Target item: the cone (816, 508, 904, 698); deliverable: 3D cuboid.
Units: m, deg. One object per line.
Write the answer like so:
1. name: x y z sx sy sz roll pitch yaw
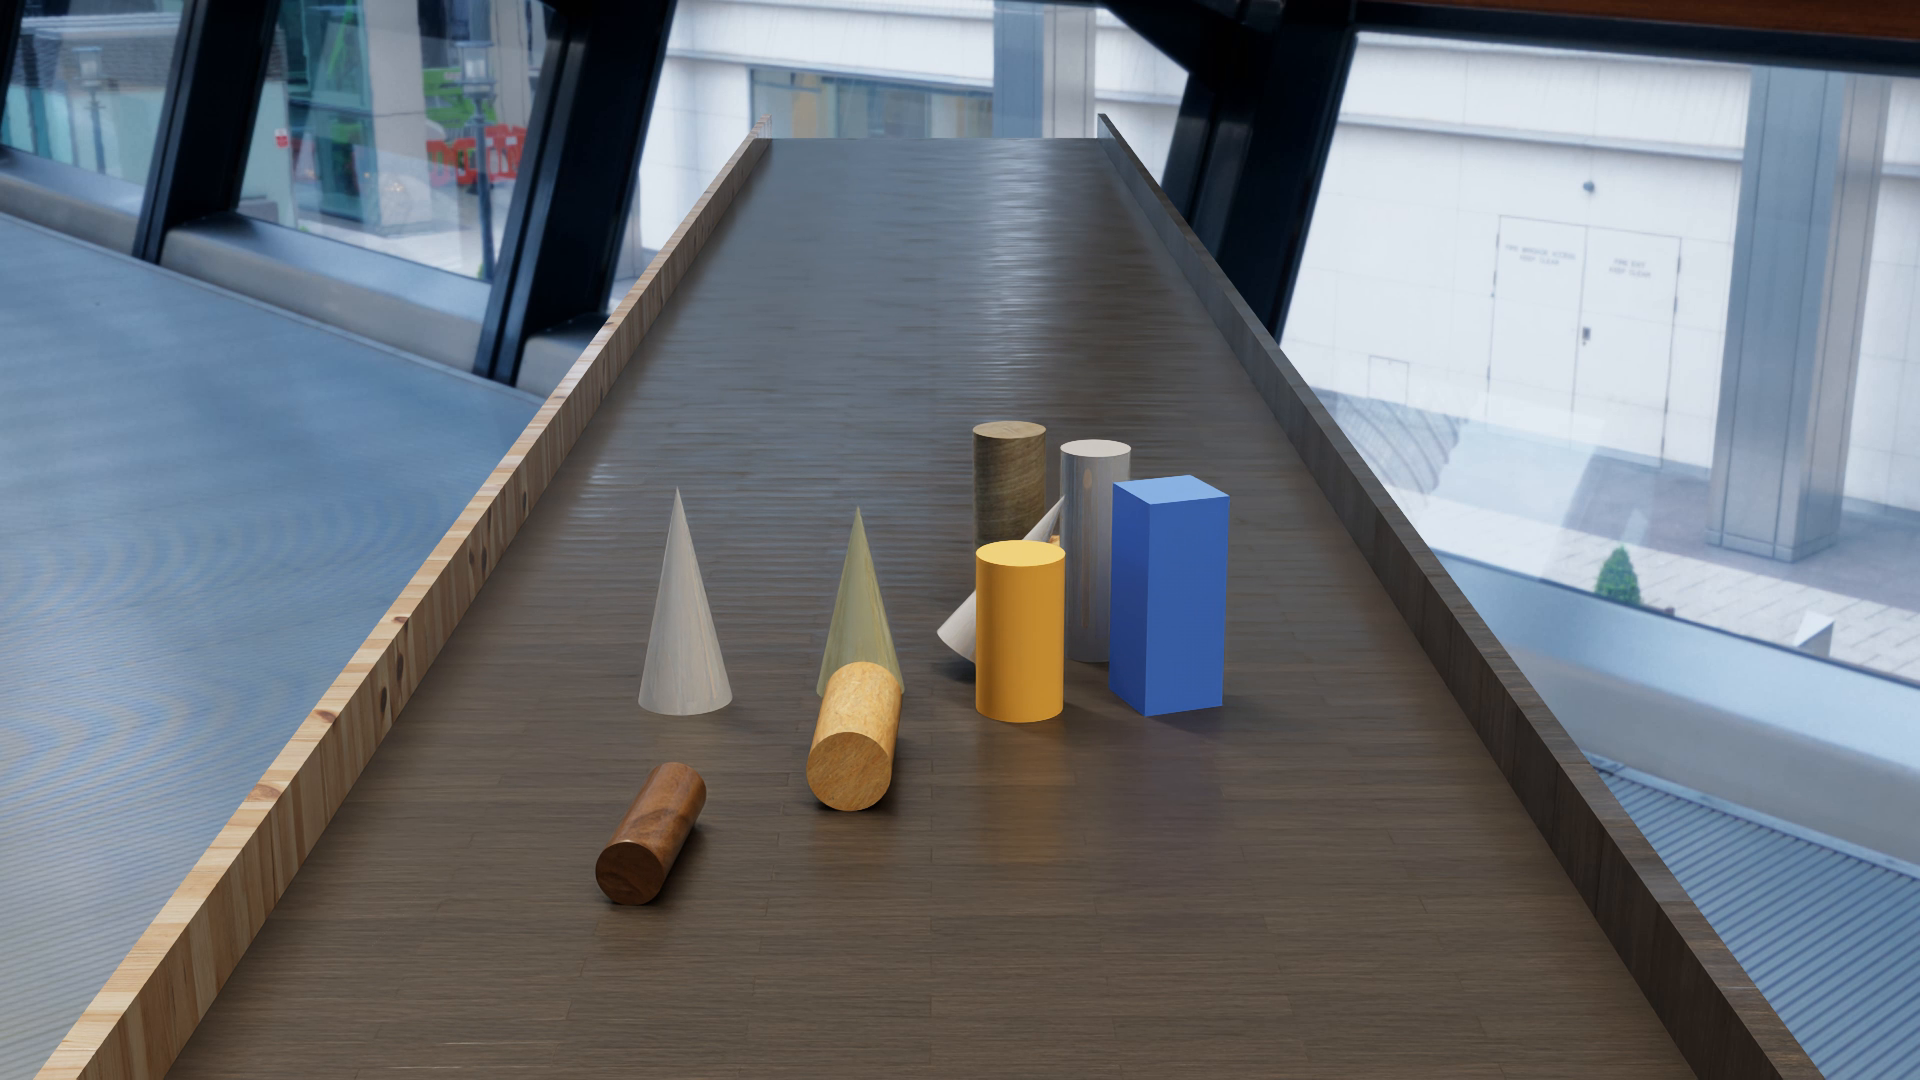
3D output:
1. cone: -0.193 0.110 4.201 0.171 0.373 0.171 0 17 0

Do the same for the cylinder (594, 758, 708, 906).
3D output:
1. cylinder: -0.487 0.462 3.489 0.105 0.105 0.317 2 19 6

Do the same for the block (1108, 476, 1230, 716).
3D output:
1. block: 0.393 0.103 4.156 0.162 0.413 0.162 -6 18 -20

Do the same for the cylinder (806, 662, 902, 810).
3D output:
1. cylinder: -0.181 0.338 3.840 0.143 0.143 0.345 0 17 1

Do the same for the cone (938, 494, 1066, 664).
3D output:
1. cone: 0.114 0.064 4.318 0.155 0.368 0.155 30 11 -7

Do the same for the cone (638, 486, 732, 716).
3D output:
1. cone: -0.525 0.100 4.147 0.179 0.423 0.179 0 17 0

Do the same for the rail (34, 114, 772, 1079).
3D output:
1. rail: -1.118 -0.838 7.780 0.050 0.150 12.000 0 17 -1

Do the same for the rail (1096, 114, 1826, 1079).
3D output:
1. rail: 0.932 -0.844 7.801 0.050 0.150 12.000 0 17 -1

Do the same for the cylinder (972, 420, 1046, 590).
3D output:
1. cylinder: 0.104 -0.035 4.629 0.152 0.407 0.152 0 17 0

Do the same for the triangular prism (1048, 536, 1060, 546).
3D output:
1. triangular prism: 0.226 0.038 4.823 0.333 0.104 0.120 -1 -25 -4

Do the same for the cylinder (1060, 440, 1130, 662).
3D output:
1. cylinder: 0.268 0.022 4.409 0.139 0.425 0.139 0 17 0

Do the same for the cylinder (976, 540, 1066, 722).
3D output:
1. cylinder: 0.113 0.170 4.122 0.165 0.304 0.165 0 17 0
